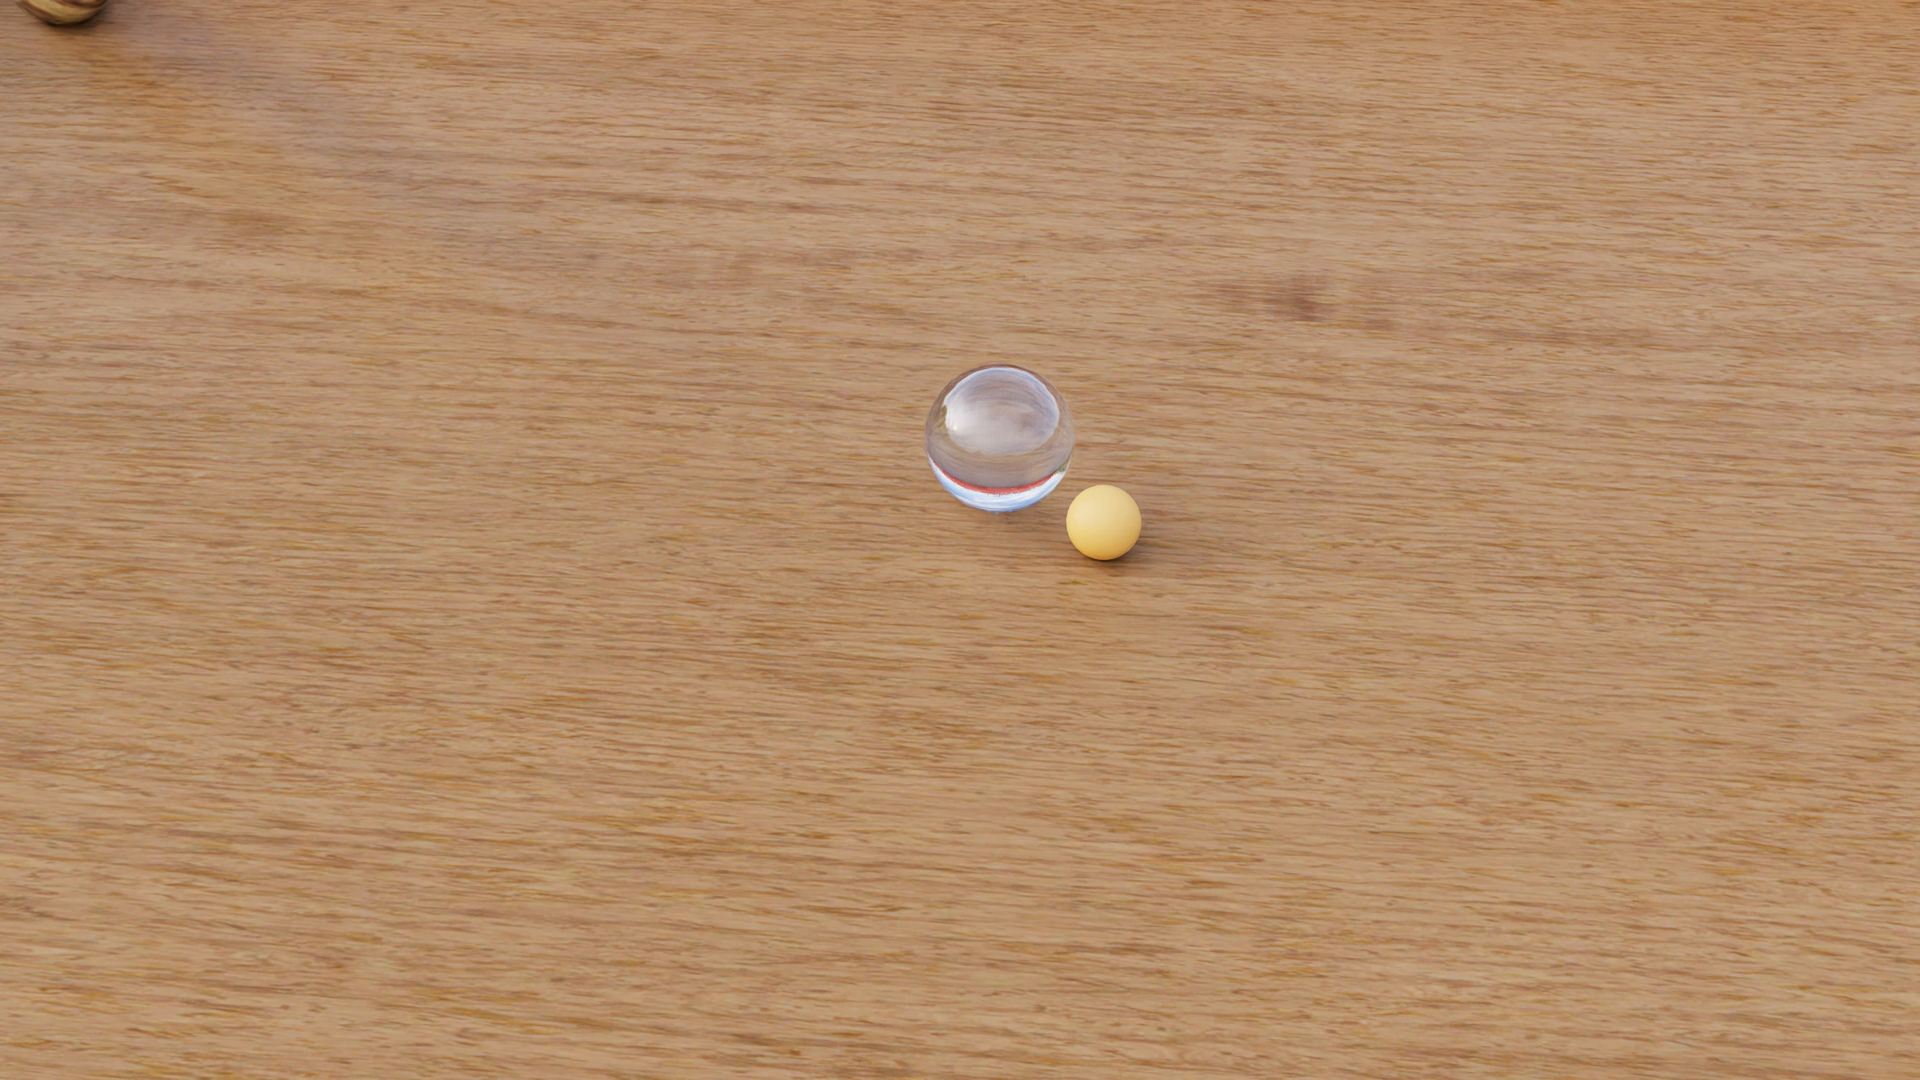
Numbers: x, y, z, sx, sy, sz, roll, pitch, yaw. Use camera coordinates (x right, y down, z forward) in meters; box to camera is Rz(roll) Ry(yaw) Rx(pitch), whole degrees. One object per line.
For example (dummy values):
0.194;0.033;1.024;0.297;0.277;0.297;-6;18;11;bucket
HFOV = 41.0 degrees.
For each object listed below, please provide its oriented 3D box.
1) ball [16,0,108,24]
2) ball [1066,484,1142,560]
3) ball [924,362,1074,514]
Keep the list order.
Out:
-0.800;-0.505;2.280;0.091;0.091;0.091;0;36;0;ball
0.092;-0.011;1.642;0.048;0.048;0.048;0;36;0;ball
0.026;-0.067;1.675;0.098;0.098;0.098;0;36;0;ball
